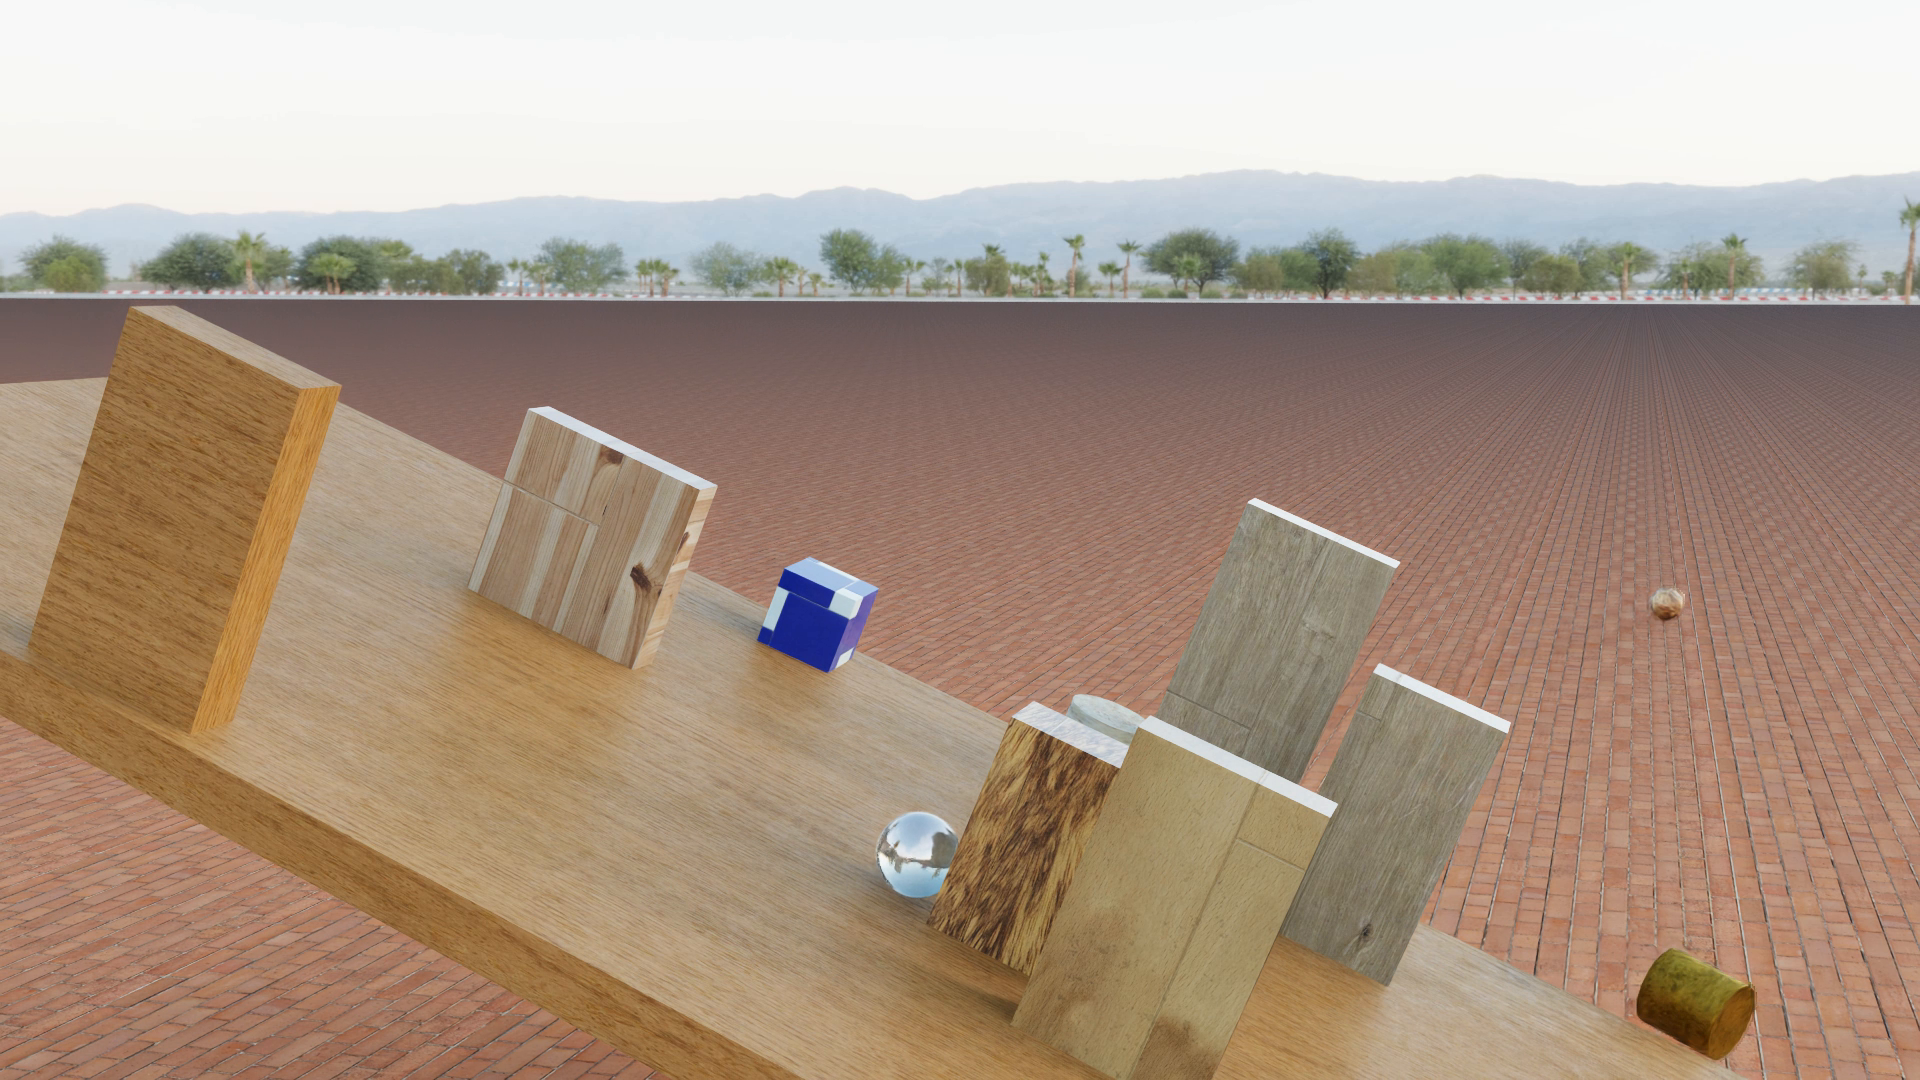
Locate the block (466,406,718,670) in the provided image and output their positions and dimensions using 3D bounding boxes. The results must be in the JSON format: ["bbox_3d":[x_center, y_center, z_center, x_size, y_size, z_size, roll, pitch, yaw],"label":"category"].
[{"bbox_3d":[-0.760,-0.006,4.527,0.409,0.404,0.089,25,13,13],"label":"block"}]

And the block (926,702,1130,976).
[{"bbox_3d":[0.201,0.552,3.810,0.373,0.406,0.144,25,13,13],"label":"block"}]

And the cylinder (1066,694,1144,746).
[{"bbox_3d":[0.300,0.466,4.813,0.190,0.190,0.190,21,13,-5],"label":"cylinder"}]

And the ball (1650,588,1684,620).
[{"bbox_3d":[3.802,0.344,11.832,0.172,0.172,0.172,0,7,0],"label":"ball"}]

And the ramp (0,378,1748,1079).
[{"bbox_3d":[-0.304,0.537,4.193,4.000,0.100,2.000,25,13,13],"label":"ramp"}]

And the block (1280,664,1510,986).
[{"bbox_3d":[0.852,0.572,4.421,0.282,0.573,0.108,25,13,13],"label":"block"}]

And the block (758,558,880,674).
[{"bbox_3d":[-0.323,0.170,5.029,0.181,0.181,0.181,24,13,10],"label":"block"}]

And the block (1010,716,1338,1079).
[{"bbox_3d":[0.339,0.601,3.517,0.327,0.546,0.091,25,13,13],"label":"block"}]

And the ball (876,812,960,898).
[{"bbox_3d":[-0.074,0.559,3.908,0.151,0.151,0.151,0,7,0],"label":"ball"}]

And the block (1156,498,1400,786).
[{"bbox_3d":[0.622,0.324,4.660,0.332,0.750,0.093,25,13,13],"label":"block"}]

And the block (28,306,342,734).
[{"bbox_3d":[-1.225,-0.034,3.465,0.323,0.587,0.110,25,13,13],"label":"block"}]

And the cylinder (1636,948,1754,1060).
[{"bbox_3d":[1.637,1.033,4.898,0.182,0.182,0.182,-6,24,-42],"label":"cylinder"}]
